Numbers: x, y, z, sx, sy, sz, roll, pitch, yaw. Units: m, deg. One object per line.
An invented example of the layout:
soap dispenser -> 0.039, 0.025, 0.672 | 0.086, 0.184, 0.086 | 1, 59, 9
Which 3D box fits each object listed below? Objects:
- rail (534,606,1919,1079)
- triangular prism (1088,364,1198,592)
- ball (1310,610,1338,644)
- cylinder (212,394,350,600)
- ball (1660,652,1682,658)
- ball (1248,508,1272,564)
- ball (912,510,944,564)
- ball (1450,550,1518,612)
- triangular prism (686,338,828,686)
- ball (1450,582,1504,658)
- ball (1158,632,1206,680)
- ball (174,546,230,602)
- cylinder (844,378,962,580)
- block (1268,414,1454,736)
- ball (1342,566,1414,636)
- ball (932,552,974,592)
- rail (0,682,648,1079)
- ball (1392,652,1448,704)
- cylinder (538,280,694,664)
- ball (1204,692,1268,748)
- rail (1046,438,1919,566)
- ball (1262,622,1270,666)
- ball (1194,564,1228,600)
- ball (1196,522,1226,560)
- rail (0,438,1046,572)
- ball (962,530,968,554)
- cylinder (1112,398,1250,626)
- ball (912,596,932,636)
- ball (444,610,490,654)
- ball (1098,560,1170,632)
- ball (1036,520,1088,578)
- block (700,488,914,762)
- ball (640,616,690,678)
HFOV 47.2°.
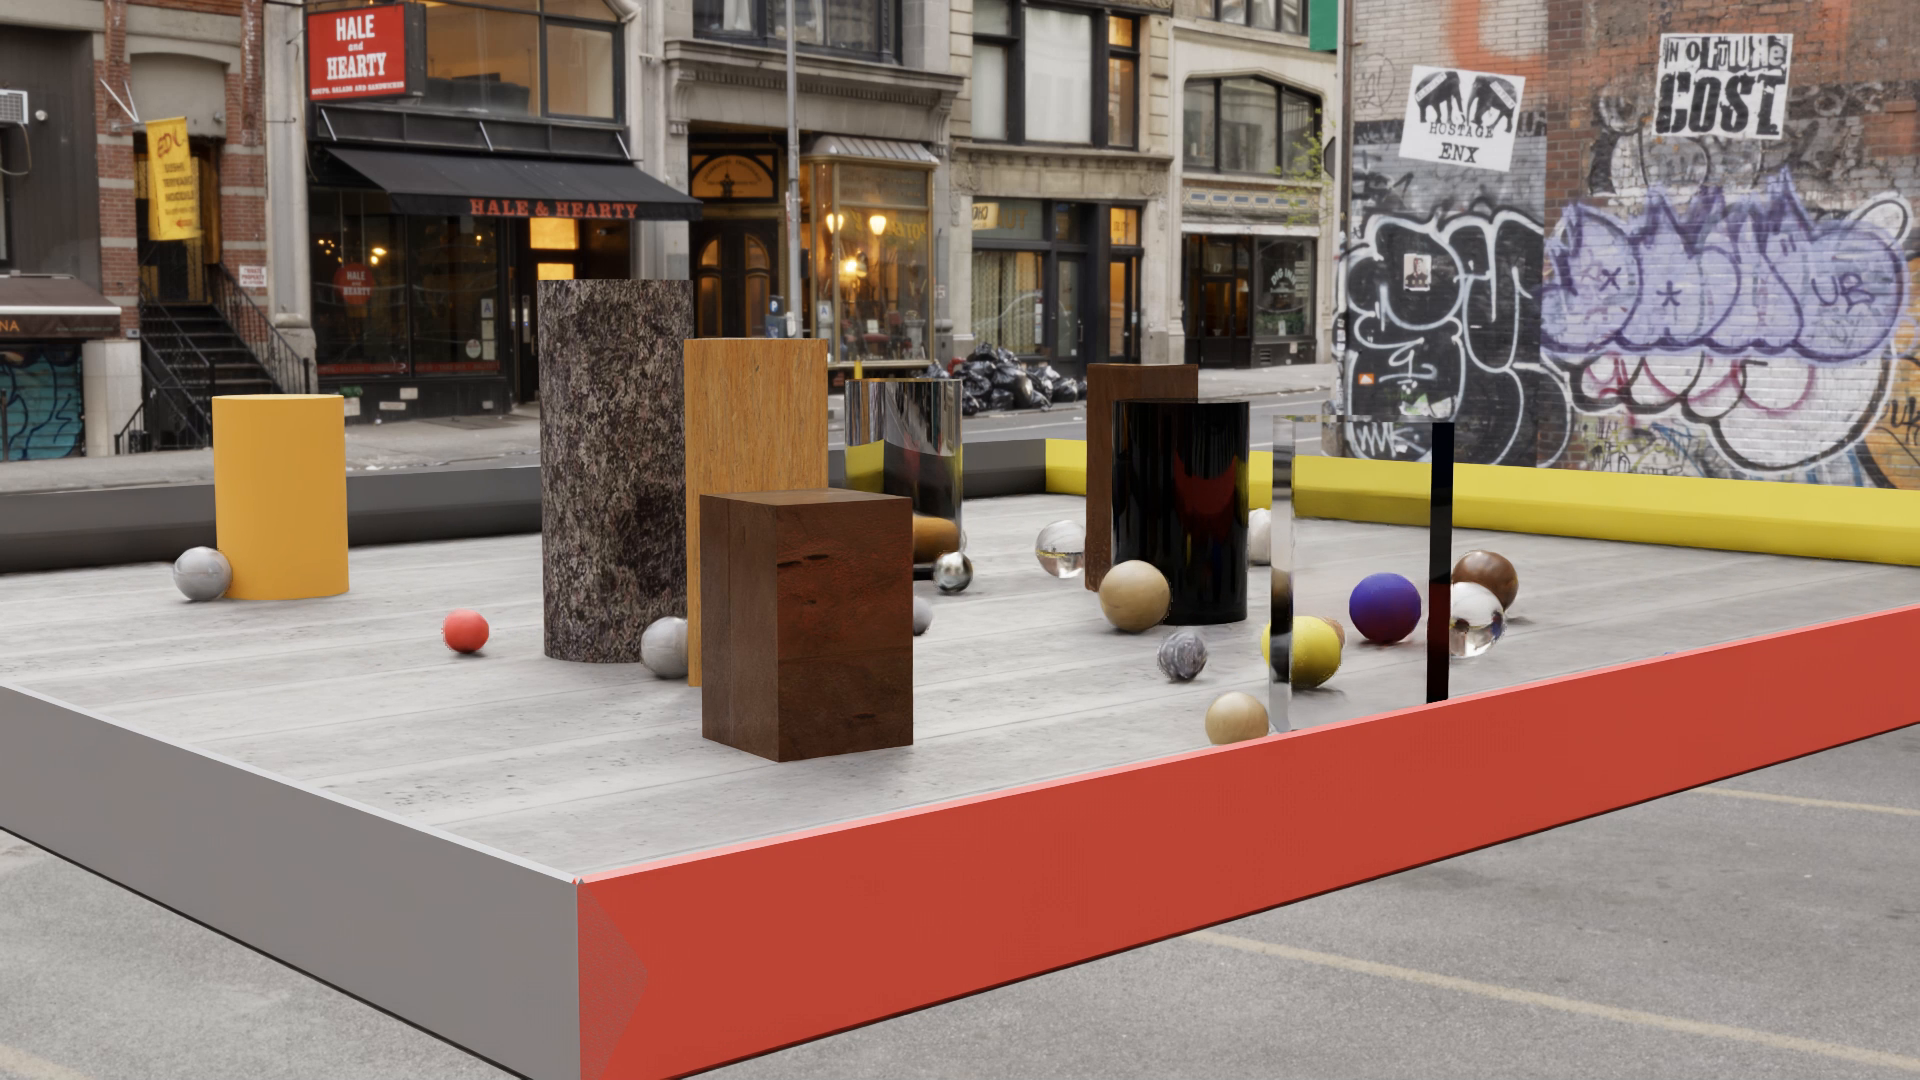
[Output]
rail -> 0.942, 0.139, 2.316 | 3.185, 0.130, 0.045 | -5, 8, -42
triangular prism -> 0.264, -0.097, 3.476 | 0.150, 0.361, 0.173 | 5, 8, 38
ball -> 0.468, 0.119, 2.885 | 0.055, 0.055, 0.055 | 0, 6, 0
cylinder -> -1.076, -0.072, 3.486 | 0.200, 0.310, 0.200 | 0, 6, 0
ball -> 0.843, 0.154, 2.598 | 0.045, 0.045, 0.045 | 0, 6, 0
ball -> 0.530, -0.005, 3.868 | 0.099, 0.099, 0.099 | 0, 6, 0
ball -> -0.074, -0.005, 3.879 | 0.094, 0.094, 0.094 | 0, 6, 0
ball -> 0.761, 0.065, 3.196 | 0.098, 0.098, 0.098 | 0, 6, 0
triangular prism -> -0.266, -0.041, 2.695 | 0.173, 0.411, 0.150 | -2, 6, -21
ball -> 0.653, 0.102, 2.838 | 0.097, 0.097, 0.097 | 0, 6, 0
ball -> 0.270, 0.141, 2.662 | 0.058, 0.058, 0.058 | 0, 6, 0
ball -> -1.167, 0.052, 3.386 | 0.084, 0.084, 0.084 | 0, 6, 0
cylinder -> -0.095, -0.106, 3.722 | 0.200, 0.329, 0.200 | 0, 6, 0
block -> 0.417, 0.039, 2.308 | 0.160, 0.333, 0.160 | 0, 6, 0
ball -> 0.572, 0.085, 3.014 | 0.096, 0.096, 0.096 | 0, 6, 0
ball -> -0.011, 0.051, 3.484 | 0.065, 0.065, 0.065 | 0, 6, 0
rail -> -1.153, 0.144, 2.274 | 0.045, 0.130, 2.825 | -5, 8, -42
ball -> 0.522, 0.157, 2.494 | 0.061, 0.061, 0.061 | 0, 6, 0
cylinder -> -0.445, -0.095, 2.864 | 0.200, 0.484, 0.200 | 0, 6, 0
ball -> 0.278, 0.184, 2.210 | 0.064, 0.064, 0.064 | 0, 6, 0
rail -> 1.153, -0.076, 4.390 | 0.045, 0.130, 2.825 | -5, 8, -42
ball -> 0.407, 0.127, 2.658 | 0.086, 0.086, 0.086 | 0, 6, 0
ball -> 0.390, 0.065, 3.407 | 0.054, 0.054, 0.054 | 0, 6, 0
ball -> 0.441, 0.003, 3.936 | 0.068, 0.068, 0.068 | 0, 6, 0
rail -> -0.942, -0.072, 4.347 | 3.185, 0.130, 0.045 | -5, 8, -42
ball -> -0.021, 0.002, 3.945 | 0.067, 0.067, 0.067 | 0, 6, 0
cylinder -> 0.321, -0.046, 3.206 | 0.200, 0.315, 0.200 | 0, 6, 0
ball -> -0.065, 0.105, 3.024 | 0.054, 0.054, 0.054 | 0, 6, 0
ball -> -0.644, 0.119, 2.869 | 0.057, 0.057, 0.057 | 0, 6, 0
ball -> 0.243, 0.078, 3.061 | 0.100, 0.100, 0.100 | 0, 6, 0
ball -> 0.175, 0.015, 3.676 | 0.099, 0.099, 0.099 | 0, 6, 0
block -> -0.159, 0.082, 2.272 | 0.160, 0.255, 0.160 | -4, 7, -34
ball -> -0.352, 0.131, 2.677 | 0.075, 0.075, 0.075 | 0, 6, 0
